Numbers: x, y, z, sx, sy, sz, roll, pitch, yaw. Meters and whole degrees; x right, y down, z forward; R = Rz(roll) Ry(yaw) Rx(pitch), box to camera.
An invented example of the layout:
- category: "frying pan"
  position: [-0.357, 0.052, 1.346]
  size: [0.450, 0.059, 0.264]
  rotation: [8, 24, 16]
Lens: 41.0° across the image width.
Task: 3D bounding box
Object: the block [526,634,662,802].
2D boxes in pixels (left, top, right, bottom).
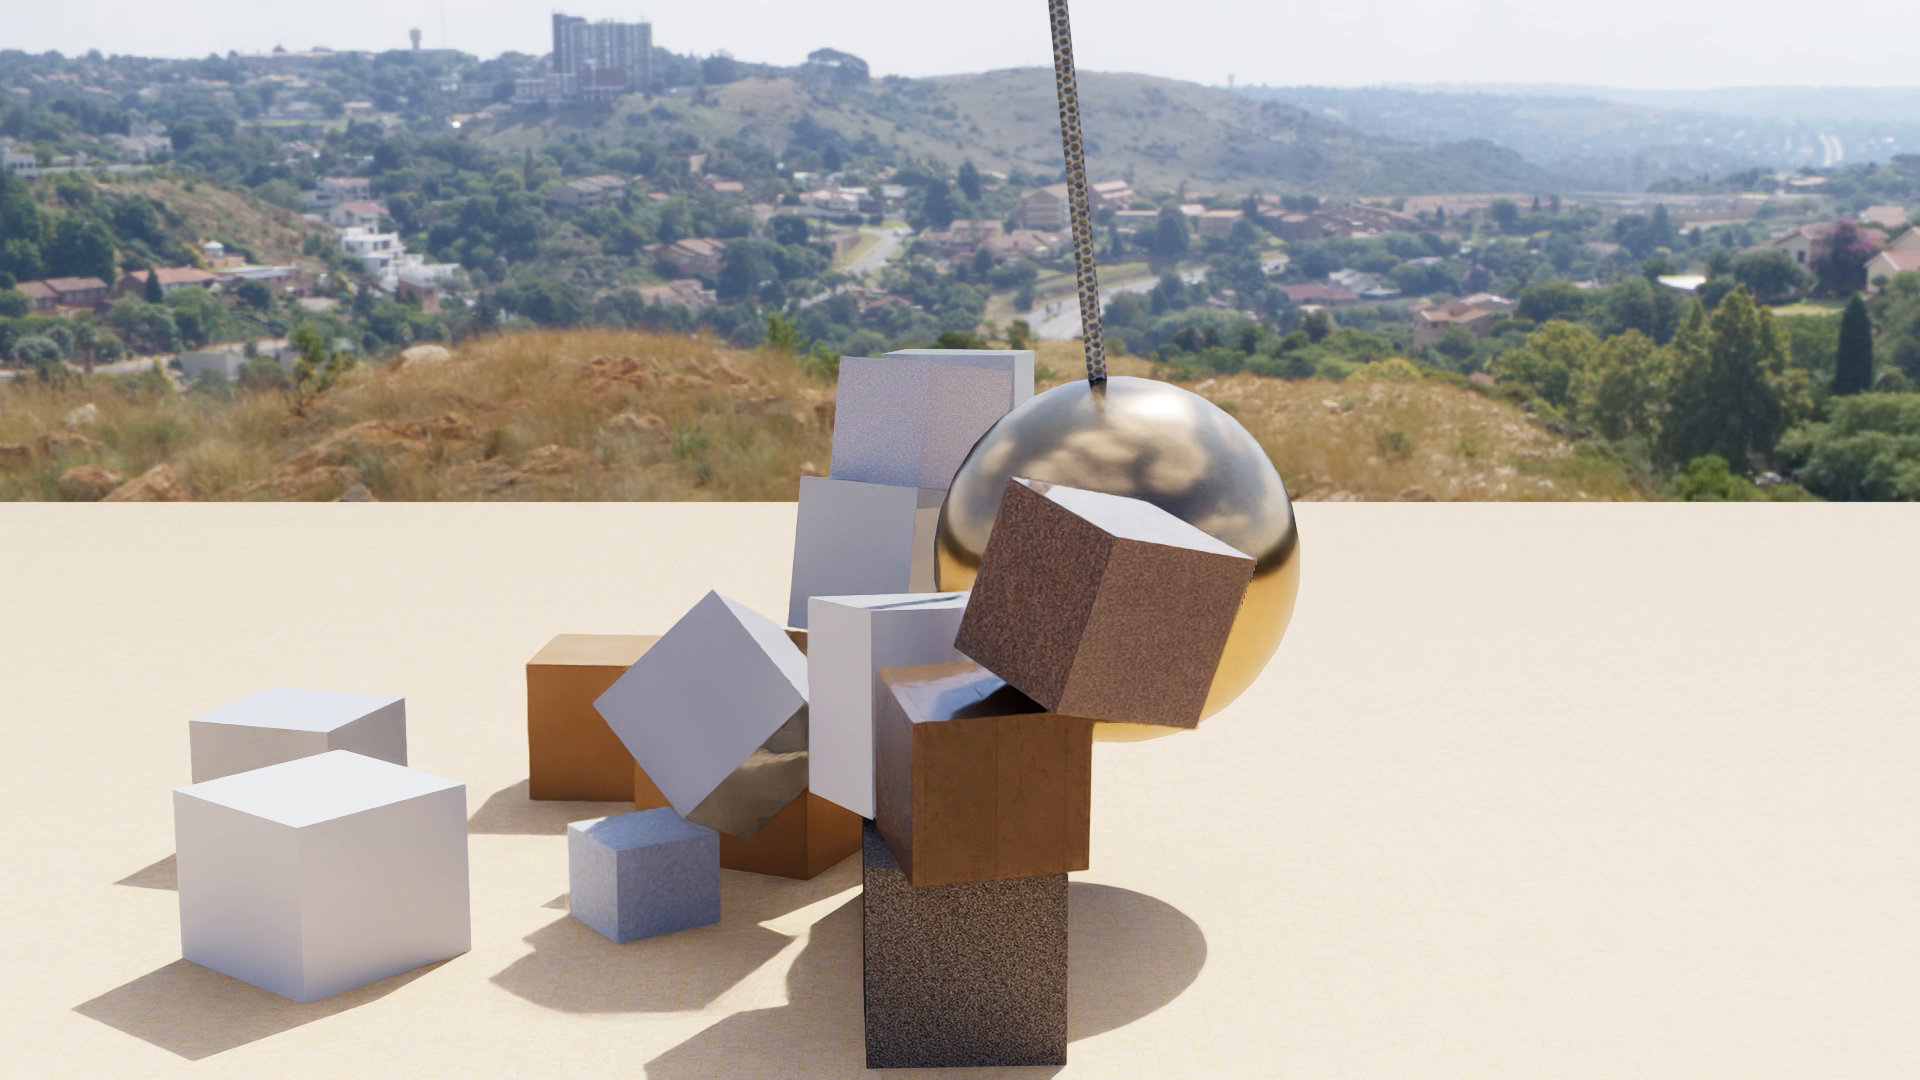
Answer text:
- category: "block"
  position: [-1.751, 0.880, 12.811]
  size: [0.660, 0.684, 0.687]
  rotation: [1, 10, 4]

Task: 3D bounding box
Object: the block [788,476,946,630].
- category: "block"
  position: [-0.252, 0.099, 12.369]
  size: [0.723, 0.726, 0.839]
  rotation: [7, 3, 38]

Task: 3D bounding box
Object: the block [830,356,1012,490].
- category: "block"
  position: [-0.188, -0.558, 12.421]
  size: [0.580, 0.590, 0.604]
  rotation: [7, 3, 41]

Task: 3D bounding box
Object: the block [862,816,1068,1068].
- category: "block"
  position: [0.004, 1.448, 9.520]
  size: [0.719, 0.745, 0.813]
  rotation: [-1, 10, -3]

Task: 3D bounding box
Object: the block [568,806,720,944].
- category: "block"
  position: [-1.326, 1.400, 10.768]
  size: [0.472, 0.393, 0.465]
  rotation: [-7, 12, -33]

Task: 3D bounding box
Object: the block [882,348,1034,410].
- category: "block"
  position: [-0.004, -0.639, 13.159]
  size: [0.677, 0.649, 0.661]
  rotation: [1, 7, 10]

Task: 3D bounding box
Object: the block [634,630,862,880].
- category: "block"
  position: [-0.870, 0.956, 11.834]
  size: [0.882, 0.886, 0.952]
  rotation: [5, 11, 24]

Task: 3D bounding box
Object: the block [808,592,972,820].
- category: "block"
  position: [-0.115, 0.619, 9.907]
  size: [0.741, 0.773, 0.785]
  rotation: [-1, 3, -20]

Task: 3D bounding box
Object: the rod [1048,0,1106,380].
- category: "rod"
  position: [0.296, -3.238, 10.592]
  size: [0.080, 5.200, 0.080]
  rotation: [-6, 10, 1]

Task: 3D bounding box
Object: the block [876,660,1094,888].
- category: "block"
  position: [0.076, 0.813, 9.140]
  size: [0.640, 0.605, 0.579]
  rotation: [-4, 17, -14]

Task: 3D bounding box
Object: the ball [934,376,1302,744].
- category: "ball"
  position: [0.683, 0.085, 11.196]
  size: [1.600, 1.600, 1.600]
  rotation: [0, 10, 0]

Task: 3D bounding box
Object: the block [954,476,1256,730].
- category: "block"
  position: [0.501, 0.223, 8.997]
  size: [0.663, 0.642, 0.613]
  rotation: [9, 14, -39]

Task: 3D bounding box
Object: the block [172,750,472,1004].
- category: "block"
  position: [-2.555, 1.328, 10.304]
  size: [0.820, 0.700, 0.809]
  rotation: [9, 13, 39]

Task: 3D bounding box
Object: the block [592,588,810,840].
- category: "block"
  position: [-0.963, 0.748, 10.826]
  size: [0.655, 0.699, 0.706]
  rotation: [48, 4, 22]

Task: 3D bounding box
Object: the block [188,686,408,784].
- category: "block"
  position: [-3.057, 1.080, 11.918]
  size: [0.712, 0.611, 0.691]
  rotation: [3, 11, 17]
